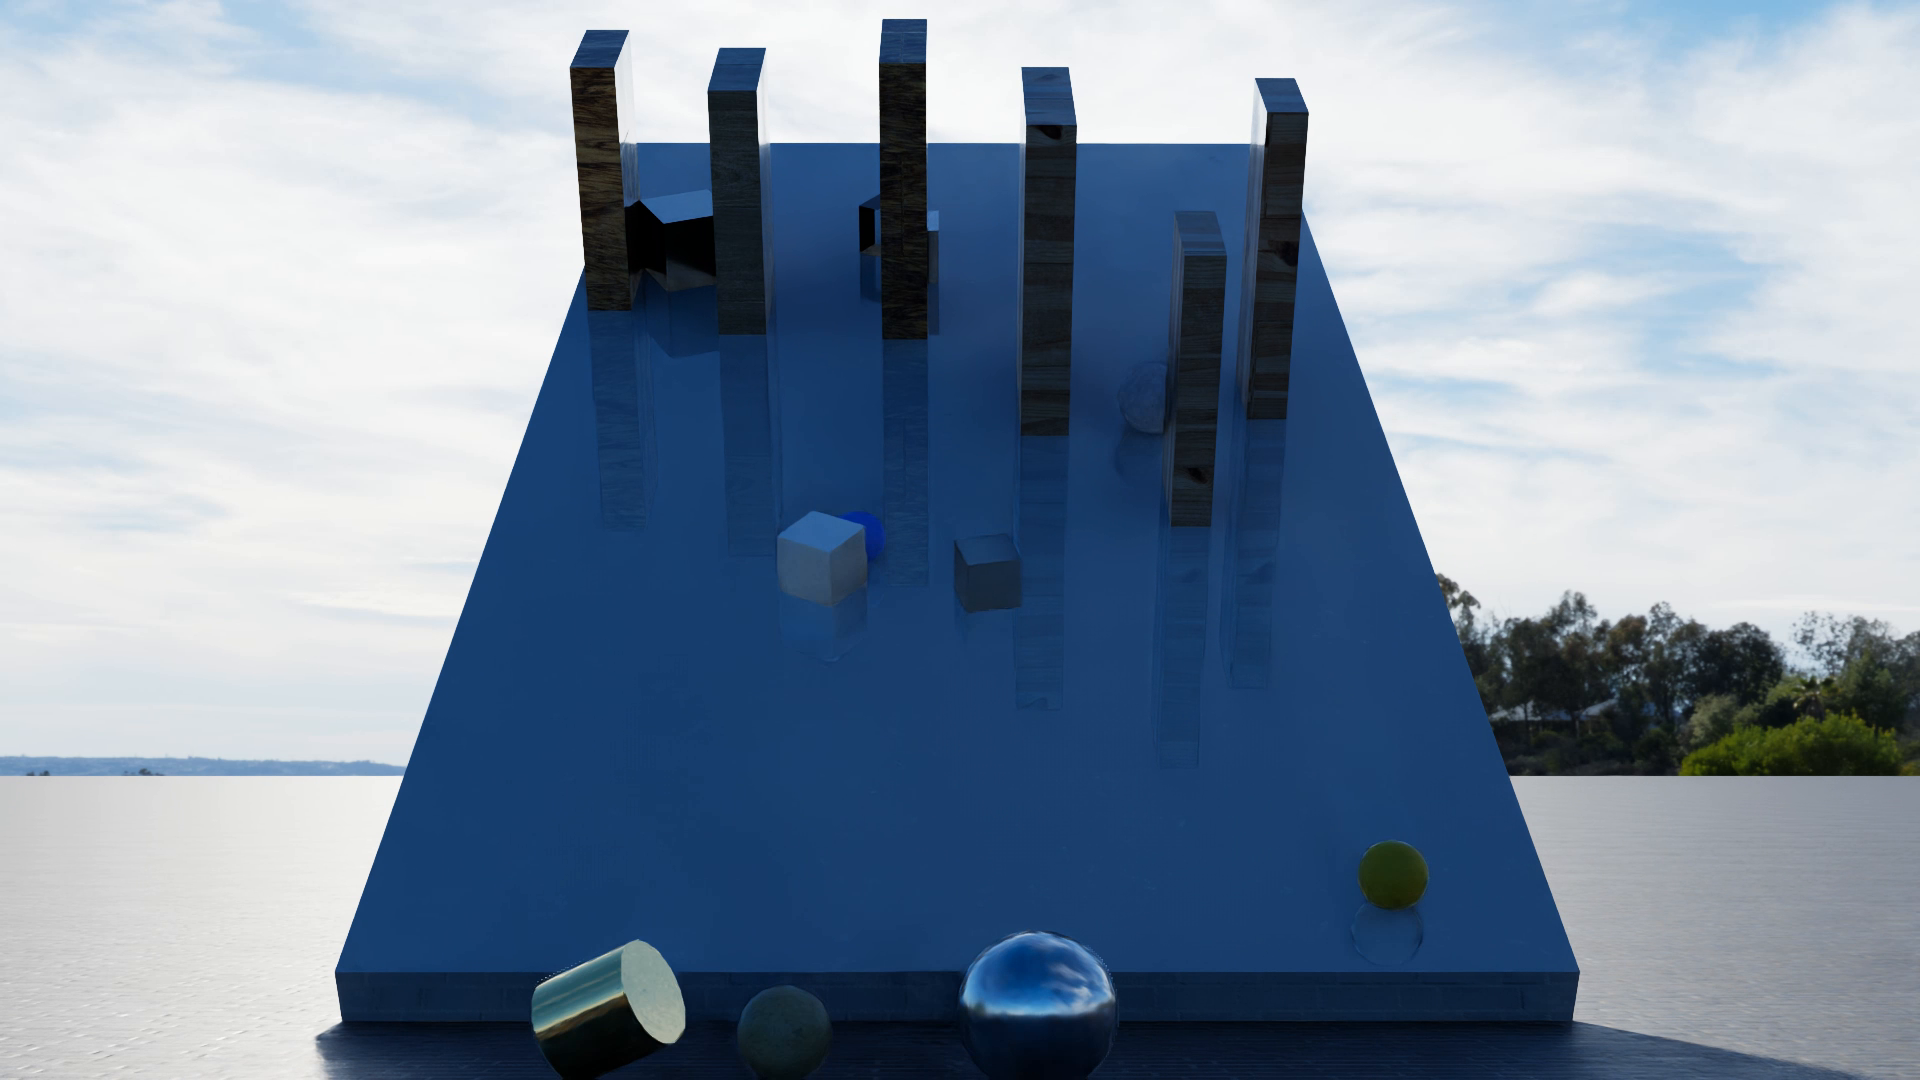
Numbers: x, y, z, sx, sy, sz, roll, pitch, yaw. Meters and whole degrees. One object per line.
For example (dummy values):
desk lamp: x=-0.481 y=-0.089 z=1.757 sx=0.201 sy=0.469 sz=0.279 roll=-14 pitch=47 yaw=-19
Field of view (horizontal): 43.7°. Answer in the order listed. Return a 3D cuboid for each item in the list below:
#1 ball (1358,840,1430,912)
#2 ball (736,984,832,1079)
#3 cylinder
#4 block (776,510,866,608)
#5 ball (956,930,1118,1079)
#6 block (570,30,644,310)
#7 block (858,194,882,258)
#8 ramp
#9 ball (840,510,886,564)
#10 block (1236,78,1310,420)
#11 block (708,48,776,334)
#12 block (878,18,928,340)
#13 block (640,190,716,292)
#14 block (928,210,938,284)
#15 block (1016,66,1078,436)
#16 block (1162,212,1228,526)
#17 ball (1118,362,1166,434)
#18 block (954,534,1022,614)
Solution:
ball: x=0.719 y=0.557 z=3.976 sx=0.117 sy=0.117 sz=0.117 roll=0 pitch=-5 yaw=0
ball: x=-0.230 y=0.647 z=3.140 sx=0.124 sy=0.124 sz=0.124 roll=0 pitch=-5 yaw=0
cylinder: x=-0.443 y=0.595 z=3.018 sx=0.138 sy=0.138 sz=0.138 roll=-28 pitch=-15 yaw=18
block: x=-0.282 y=0.039 z=4.908 sx=0.130 sy=0.130 sz=0.130 roll=16 pitch=33 yaw=27
ball: x=0.097 y=0.596 z=3.030 sx=0.204 sy=0.204 sz=0.204 roll=0 pitch=-5 yaw=0
block: x=-0.908 y=-0.955 z=6.188 sx=0.111 sy=0.647 sz=0.320 roll=0 pitch=29 yaw=0
block: x=-0.182 y=-0.858 z=6.550 sx=0.135 sy=0.135 sz=0.135 roll=16 pitch=32 yaw=26
ramp: x=-0.012 y=-0.219 z=5.624 sx=2.000 sy=0.100 sz=4.000 roll=0 pitch=29 yaw=0
ball: x=-0.213 y=-0.004 z=5.003 sx=0.115 sy=0.115 sz=0.115 roll=0 pitch=-5 yaw=0
block: x=0.722 y=-0.673 z=5.573 sx=0.093 sy=0.751 sz=0.247 roll=0 pitch=29 yaw=0
block: x=-0.551 y=-0.885 z=6.070 sx=0.120 sy=0.639 sz=0.351 roll=0 pitch=29 yaw=0
block: x=-0.139 y=-0.910 z=6.037 sx=0.114 sy=0.716 sz=0.369 roll=0 pitch=29 yaw=0
block: x=-0.725 y=-0.798 z=6.377 sx=0.192 sy=0.192 sz=0.192 roll=-13 pitch=31 yaw=-22
block: x=-0.131 y=-0.784 z=6.400 sx=0.148 sy=0.148 sz=0.148 roll=0 pitch=29 yaw=0
block: x=0.197 y=-0.671 z=5.565 sx=0.112 sy=0.751 sz=0.415 roll=0 pitch=29 yaw=0
block: x=0.499 y=-0.365 z=5.135 sx=0.087 sy=0.626 sz=0.253 roll=0 pitch=29 yaw=0
ball: x=0.450 y=-0.331 z=5.552 sx=0.167 sy=0.167 sz=0.167 roll=0 pitch=-5 yaw=0
block: x=0.056 y=0.068 z=4.875 sx=0.112 sy=0.112 sz=0.112 roll=-7 pitch=29 yaw=-12
